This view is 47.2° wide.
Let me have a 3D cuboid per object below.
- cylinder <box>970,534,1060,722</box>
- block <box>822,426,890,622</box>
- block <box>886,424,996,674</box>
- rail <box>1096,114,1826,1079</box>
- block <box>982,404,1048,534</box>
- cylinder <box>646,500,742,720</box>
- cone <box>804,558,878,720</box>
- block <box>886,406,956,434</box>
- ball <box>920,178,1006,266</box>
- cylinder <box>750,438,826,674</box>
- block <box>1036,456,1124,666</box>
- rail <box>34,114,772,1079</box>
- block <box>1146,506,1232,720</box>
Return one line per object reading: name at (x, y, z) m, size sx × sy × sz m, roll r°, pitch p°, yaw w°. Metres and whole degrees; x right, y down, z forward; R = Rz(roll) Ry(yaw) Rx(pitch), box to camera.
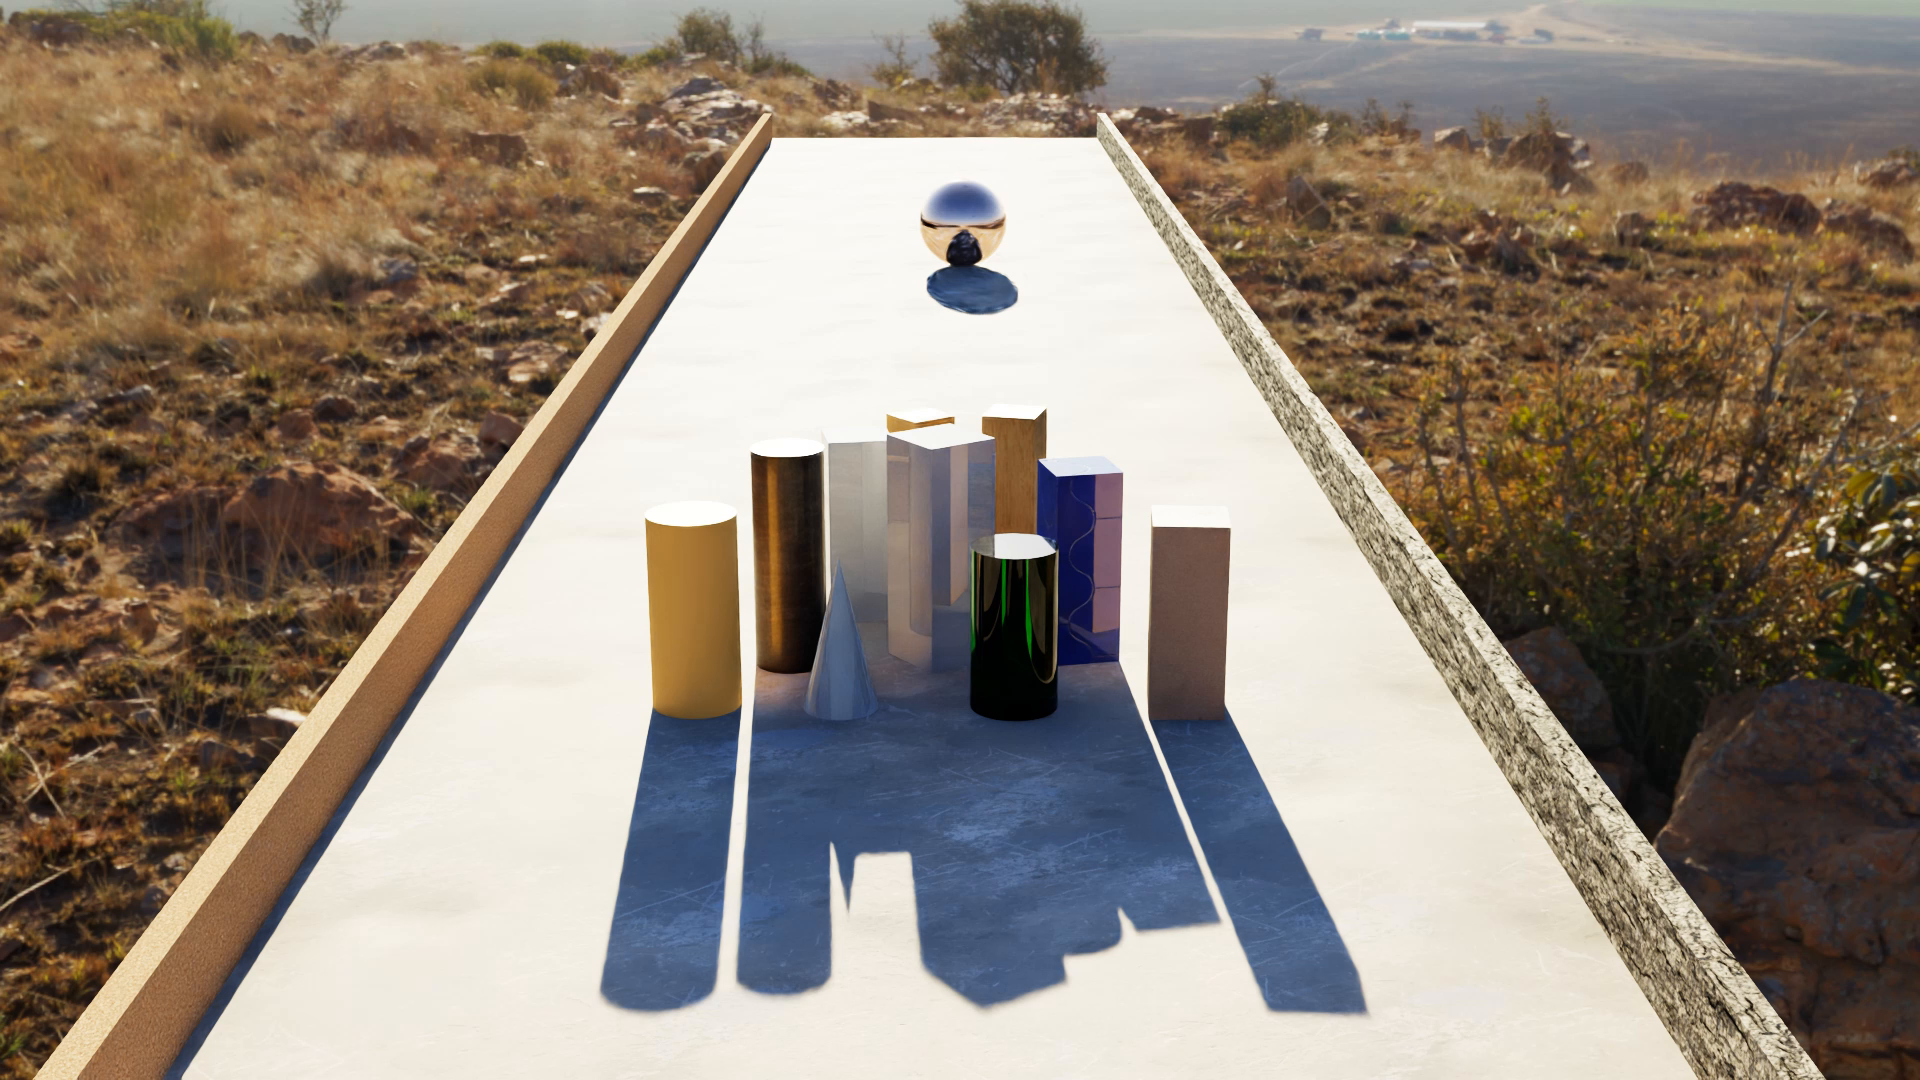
cylinder at (0.102, 0.162, 4.127) m, size 0.166 × 0.316 × 0.166 m, roll 0°, pitch 17°, yaw 0°
block at (-0.216, -0.034, 4.655) m, size 0.136 × 0.392 × 0.136 m, roll -3°, pitch 17°, yaw -9°
block at (-0.038, 0.015, 4.375) m, size 0.153 × 0.456 × 0.153 m, roll -12°, pitch 20°, yaw -34°
rail at (0.932, -0.844, 7.801) m, size 0.050 × 0.150 × 12.000 m, roll 0°, pitch 17°, yaw -1°
block at (0.114, -0.058, 4.650) m, size 0.113 × 0.440 × 0.113 m, roll 4°, pitch 17°, yaw 15°
cylinder at (-0.499, 0.130, 4.130) m, size 0.169 × 0.376 × 0.169 m, roll 0°, pitch 17°, yaw 0°
cone at (-0.225, 0.172, 4.122) m, size 0.142 × 0.300 × 0.142 m, roll 0°, pitch 17°, yaw 0°
block at (-0.086, -0.092, 4.867) m, size 0.108 × 0.381 × 0.108 m, roll -12°, pitch 21°, yaw -36°
ball at (0.012, -1.292, 8.948) m, size 0.355 × 0.355 × 0.355 m, roll 0°, pitch 17°, yaw 0°
cylinder at (-0.337, 0.032, 4.344) m, size 0.144 × 0.442 × 0.144 m, roll 0°, pitch 17°, yaw 0°
block at (0.238, 0.041, 4.403) m, size 0.137 × 0.391 × 0.137 m, roll -4°, pitch 17°, yaw -13°
rail at (-1.118, -0.838, 7.780) m, size 0.050 × 0.150 × 12.000 m, roll 0°, pitch 17°, yaw -1°
block at (0.426, 0.136, 4.114) m, size 0.141 × 0.375 × 0.141 m, roll 1°, pitch 17°, yaw 3°
